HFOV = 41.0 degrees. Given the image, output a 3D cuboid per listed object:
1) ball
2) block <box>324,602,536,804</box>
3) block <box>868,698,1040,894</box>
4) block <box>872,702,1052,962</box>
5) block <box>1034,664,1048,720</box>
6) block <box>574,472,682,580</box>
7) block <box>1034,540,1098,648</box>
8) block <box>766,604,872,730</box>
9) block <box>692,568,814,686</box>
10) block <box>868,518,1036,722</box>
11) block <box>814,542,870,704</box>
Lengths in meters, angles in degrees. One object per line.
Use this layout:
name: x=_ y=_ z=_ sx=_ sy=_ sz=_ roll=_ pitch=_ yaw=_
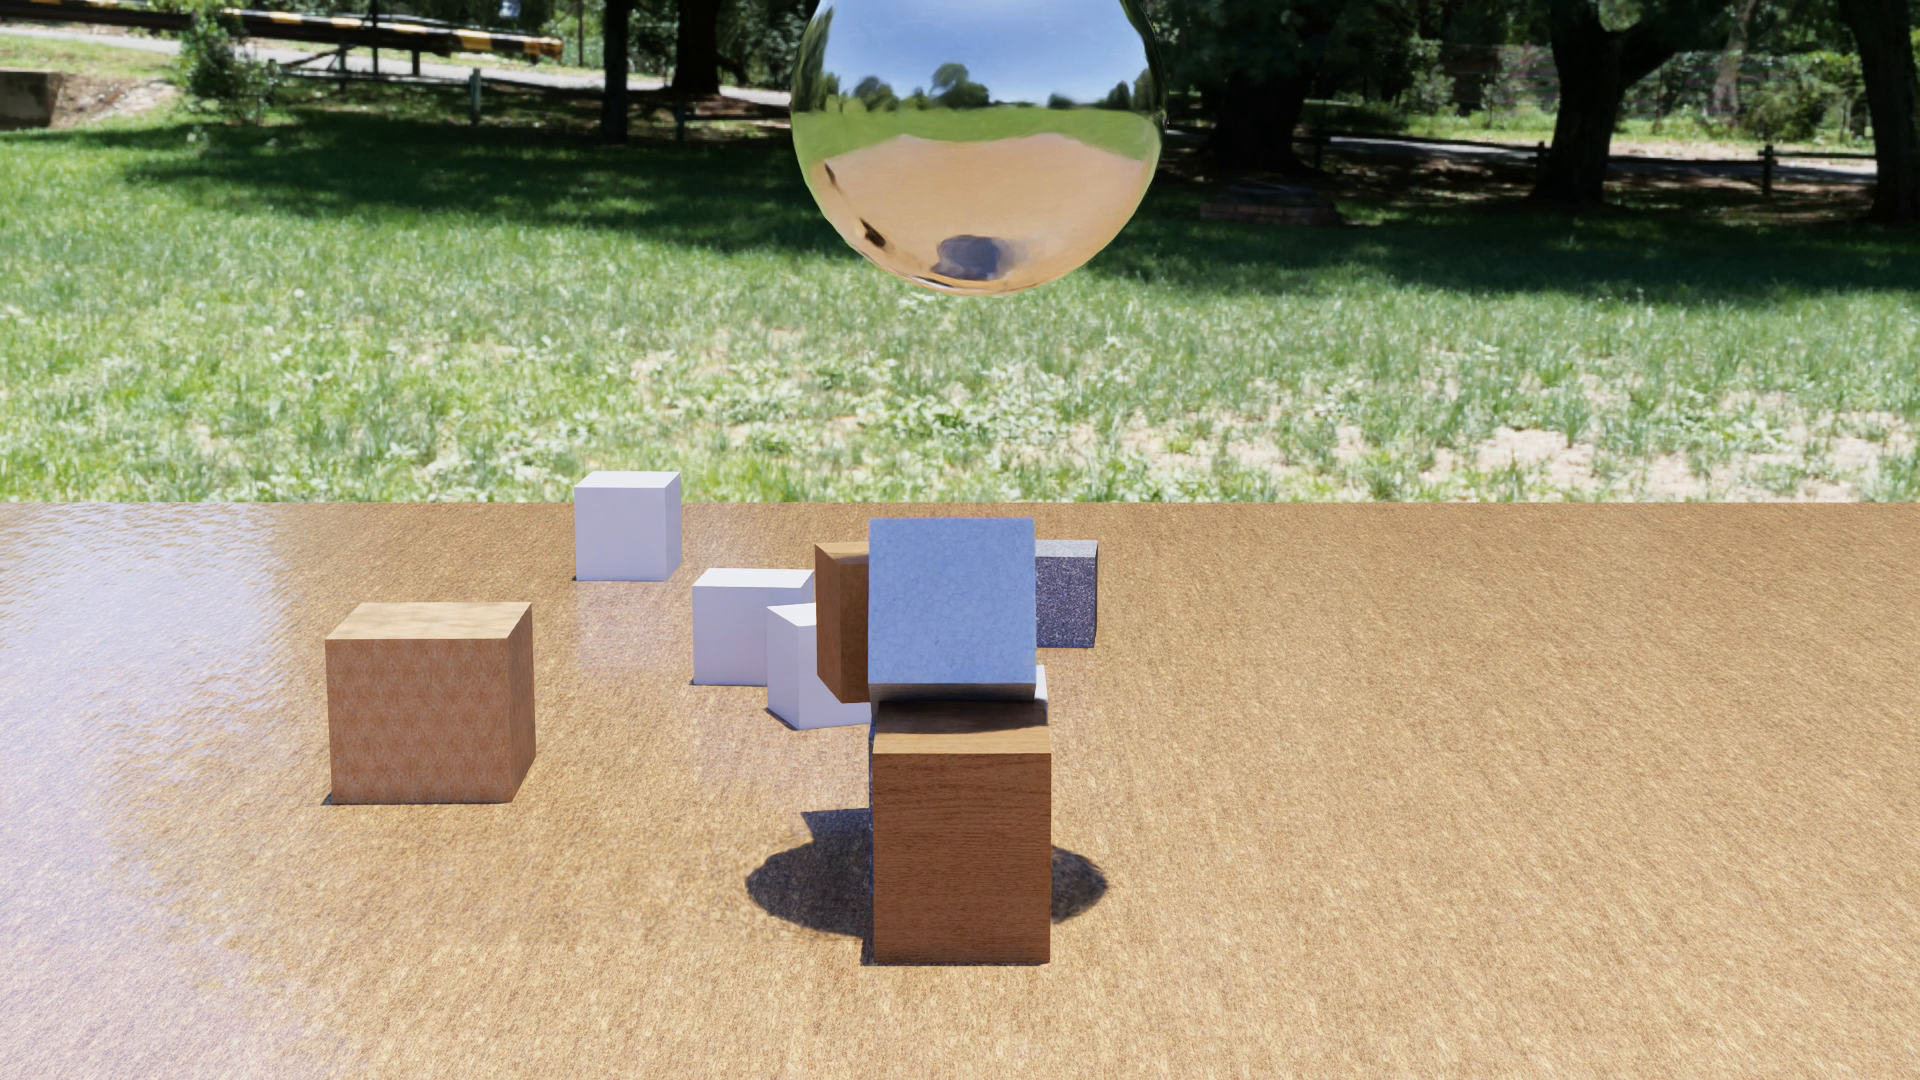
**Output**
ball: x=0.077 y=-1.830 z=10.848 sx=1.600 sy=1.600 sz=1.600 roll=0 pitch=10 yaw=0
block: x=-2.634 y=0.802 z=12.865 sx=0.873 sy=0.819 sz=0.862 roll=0 pitch=10 yaw=-1
block: x=-0.014 y=1.128 z=11.432 sx=0.758 sy=0.691 sz=0.729 roll=0 pitch=10 yaw=0
block: x=0.008 y=1.190 z=10.603 sx=0.705 sy=0.866 sz=0.852 roll=0 pitch=10 yaw=0
block: x=0.004 y=1.004 z=12.179 sx=0.803 sy=0.667 sz=0.764 roll=0 pitch=10 yaw=0
block: x=-2.358 y=-0.105 z=18.292 sx=0.639 sy=0.663 sz=0.718 roll=0 pitch=10 yaw=2
block: x=0.573 y=0.331 z=16.152 sx=0.565 sy=0.571 sz=0.584 roll=1 pitch=10 yaw=5
block: x=-0.696 y=0.681 z=14.209 sx=0.604 sy=0.576 sz=0.549 roll=-4 pitch=11 yaw=-22
block: x=-1.211 y=0.509 z=15.127 sx=0.633 sy=0.585 sz=0.536 roll=1 pitch=10 yaw=5
block: x=-0.035 y=0.353 z=11.088 sx=0.700 sy=0.722 sz=0.681 roll=0 pitch=-18 yaw=0
block: x=-0.235 y=0.364 z=11.982 sx=0.773 sy=0.637 sz=0.687 roll=-2 pitch=8 yaw=-12
